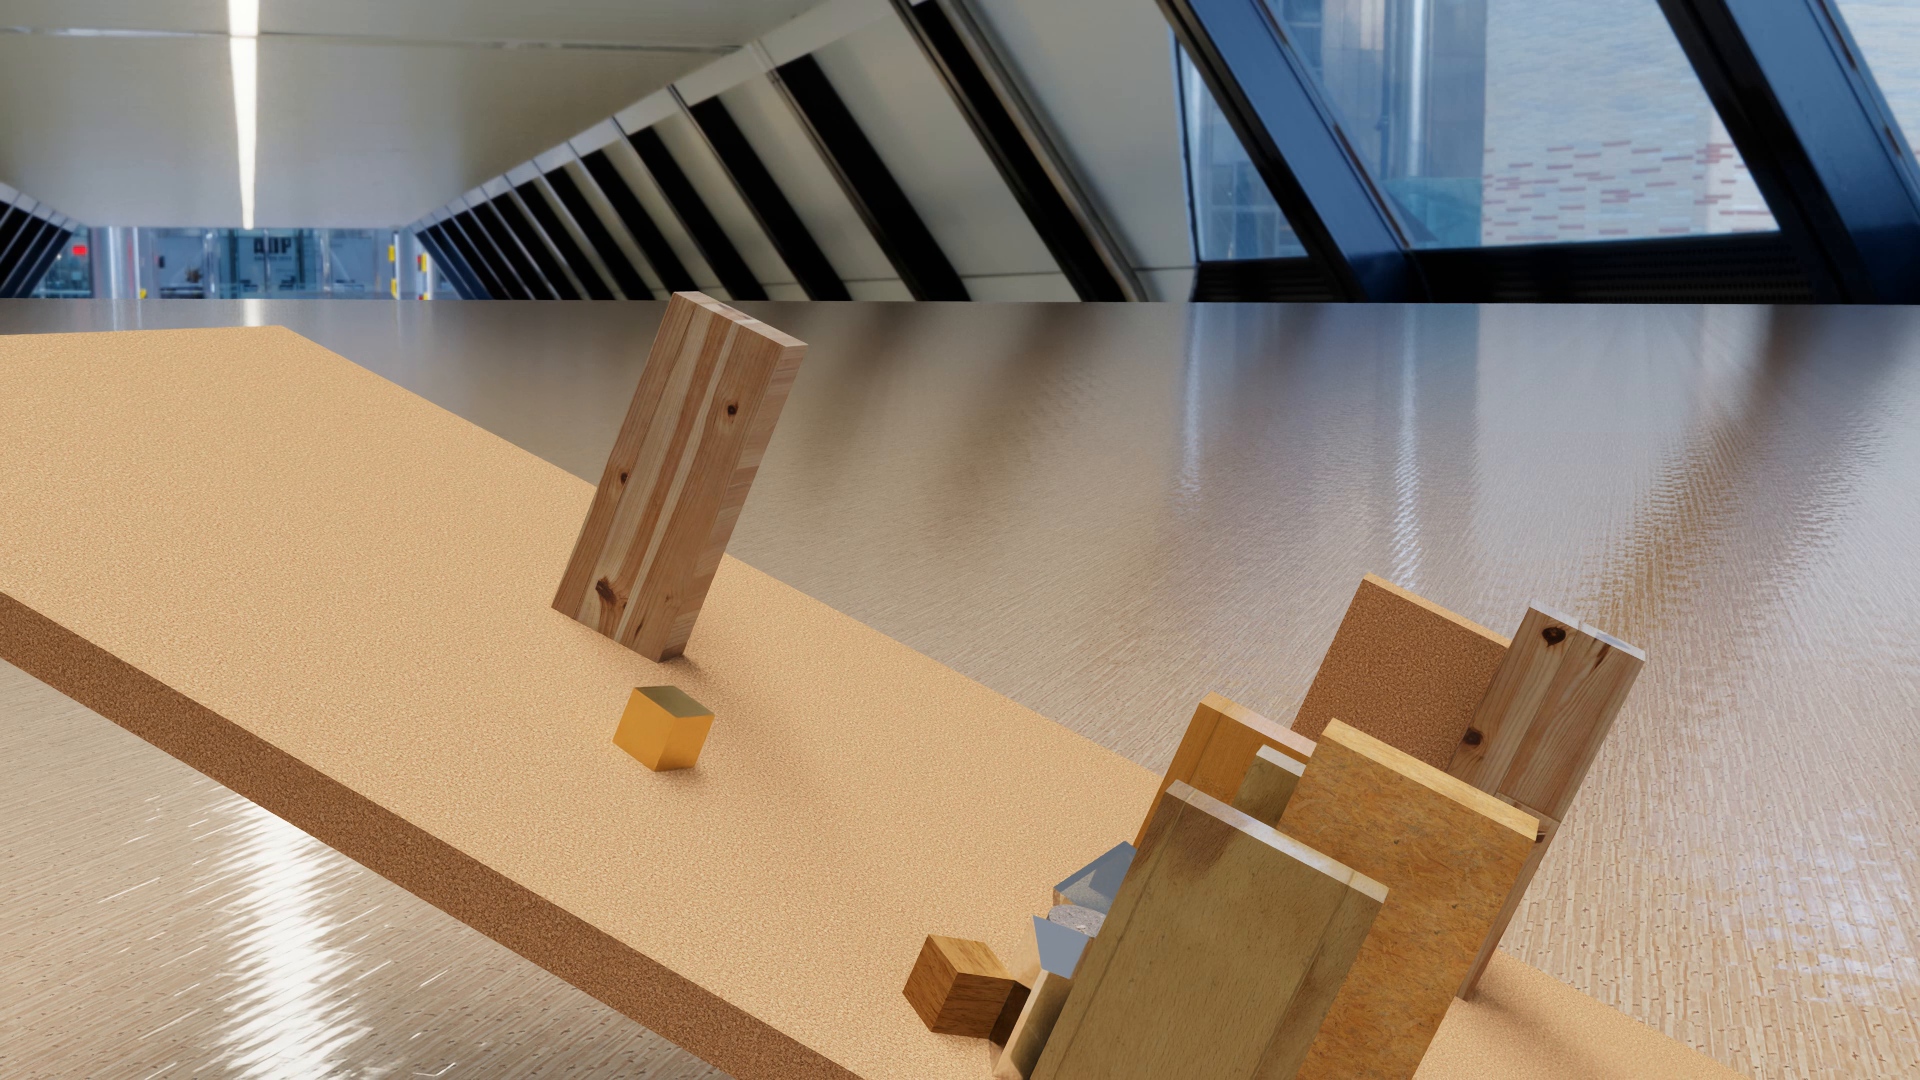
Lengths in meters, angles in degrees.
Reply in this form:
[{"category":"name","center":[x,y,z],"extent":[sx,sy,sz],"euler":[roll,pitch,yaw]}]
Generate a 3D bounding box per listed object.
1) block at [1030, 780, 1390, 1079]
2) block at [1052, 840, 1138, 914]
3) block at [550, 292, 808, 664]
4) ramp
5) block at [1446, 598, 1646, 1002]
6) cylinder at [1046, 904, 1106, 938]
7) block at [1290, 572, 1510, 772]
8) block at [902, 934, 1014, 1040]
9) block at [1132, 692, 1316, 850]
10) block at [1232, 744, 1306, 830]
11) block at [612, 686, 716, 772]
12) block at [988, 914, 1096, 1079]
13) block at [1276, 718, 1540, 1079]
[{"category":"block","center":[0.343,0.661,3.154],"extent":[0.335,0.536,0.080],"euler":[26,13,13]},{"category":"block","center":[0.276,0.655,3.732],"extent":[0.169,0.169,0.169],"euler":[-28,44,-32]},{"category":"block","center":[-0.559,-0.124,4.366],"extent":[0.254,0.688,0.122],"euler":[26,13,13]},{"category":"ramp","center":[-0.281,0.485,4.180],"extent":[4.000,0.100,2.000],"euler":[26,13,13]},{"category":"block","center":[1.086,0.524,4.422],"extent":[0.240,0.780,0.120],"euler":[26,13,13]},{"category":"cylinder","center":[0.190,0.701,3.542],"extent":[0.163,0.163,0.163],"euler":[20,14,-5]},{"category":"block","center":[0.898,0.435,4.759],"extent":[0.342,0.639,0.107],"euler":[26,13,13]},{"category":"block","center":[-0.003,0.689,3.395],"extent":[0.107,0.107,0.107],"euler":[15,16,-32]},{"category":"block","center":[0.488,0.569,3.862],"extent":[0.351,0.491,0.110],"euler":[26,13,13]},{"category":"block","center":[0.529,0.642,3.585],"extent":[0.329,0.518,0.080],"euler":[26,13,13]},{"category":"block","center":[-0.525,0.334,3.900],"extent":[0.109,0.109,0.109],"euler":[31,15,29]},{"category":"block","center":[0.167,0.725,3.366],"extent":[0.187,0.187,0.187],"euler":[22,13,-8]},{"category":"block","center":[0.609,0.646,3.476],"extent":[0.353,0.623,0.134],"euler":[26,13,13]}]
